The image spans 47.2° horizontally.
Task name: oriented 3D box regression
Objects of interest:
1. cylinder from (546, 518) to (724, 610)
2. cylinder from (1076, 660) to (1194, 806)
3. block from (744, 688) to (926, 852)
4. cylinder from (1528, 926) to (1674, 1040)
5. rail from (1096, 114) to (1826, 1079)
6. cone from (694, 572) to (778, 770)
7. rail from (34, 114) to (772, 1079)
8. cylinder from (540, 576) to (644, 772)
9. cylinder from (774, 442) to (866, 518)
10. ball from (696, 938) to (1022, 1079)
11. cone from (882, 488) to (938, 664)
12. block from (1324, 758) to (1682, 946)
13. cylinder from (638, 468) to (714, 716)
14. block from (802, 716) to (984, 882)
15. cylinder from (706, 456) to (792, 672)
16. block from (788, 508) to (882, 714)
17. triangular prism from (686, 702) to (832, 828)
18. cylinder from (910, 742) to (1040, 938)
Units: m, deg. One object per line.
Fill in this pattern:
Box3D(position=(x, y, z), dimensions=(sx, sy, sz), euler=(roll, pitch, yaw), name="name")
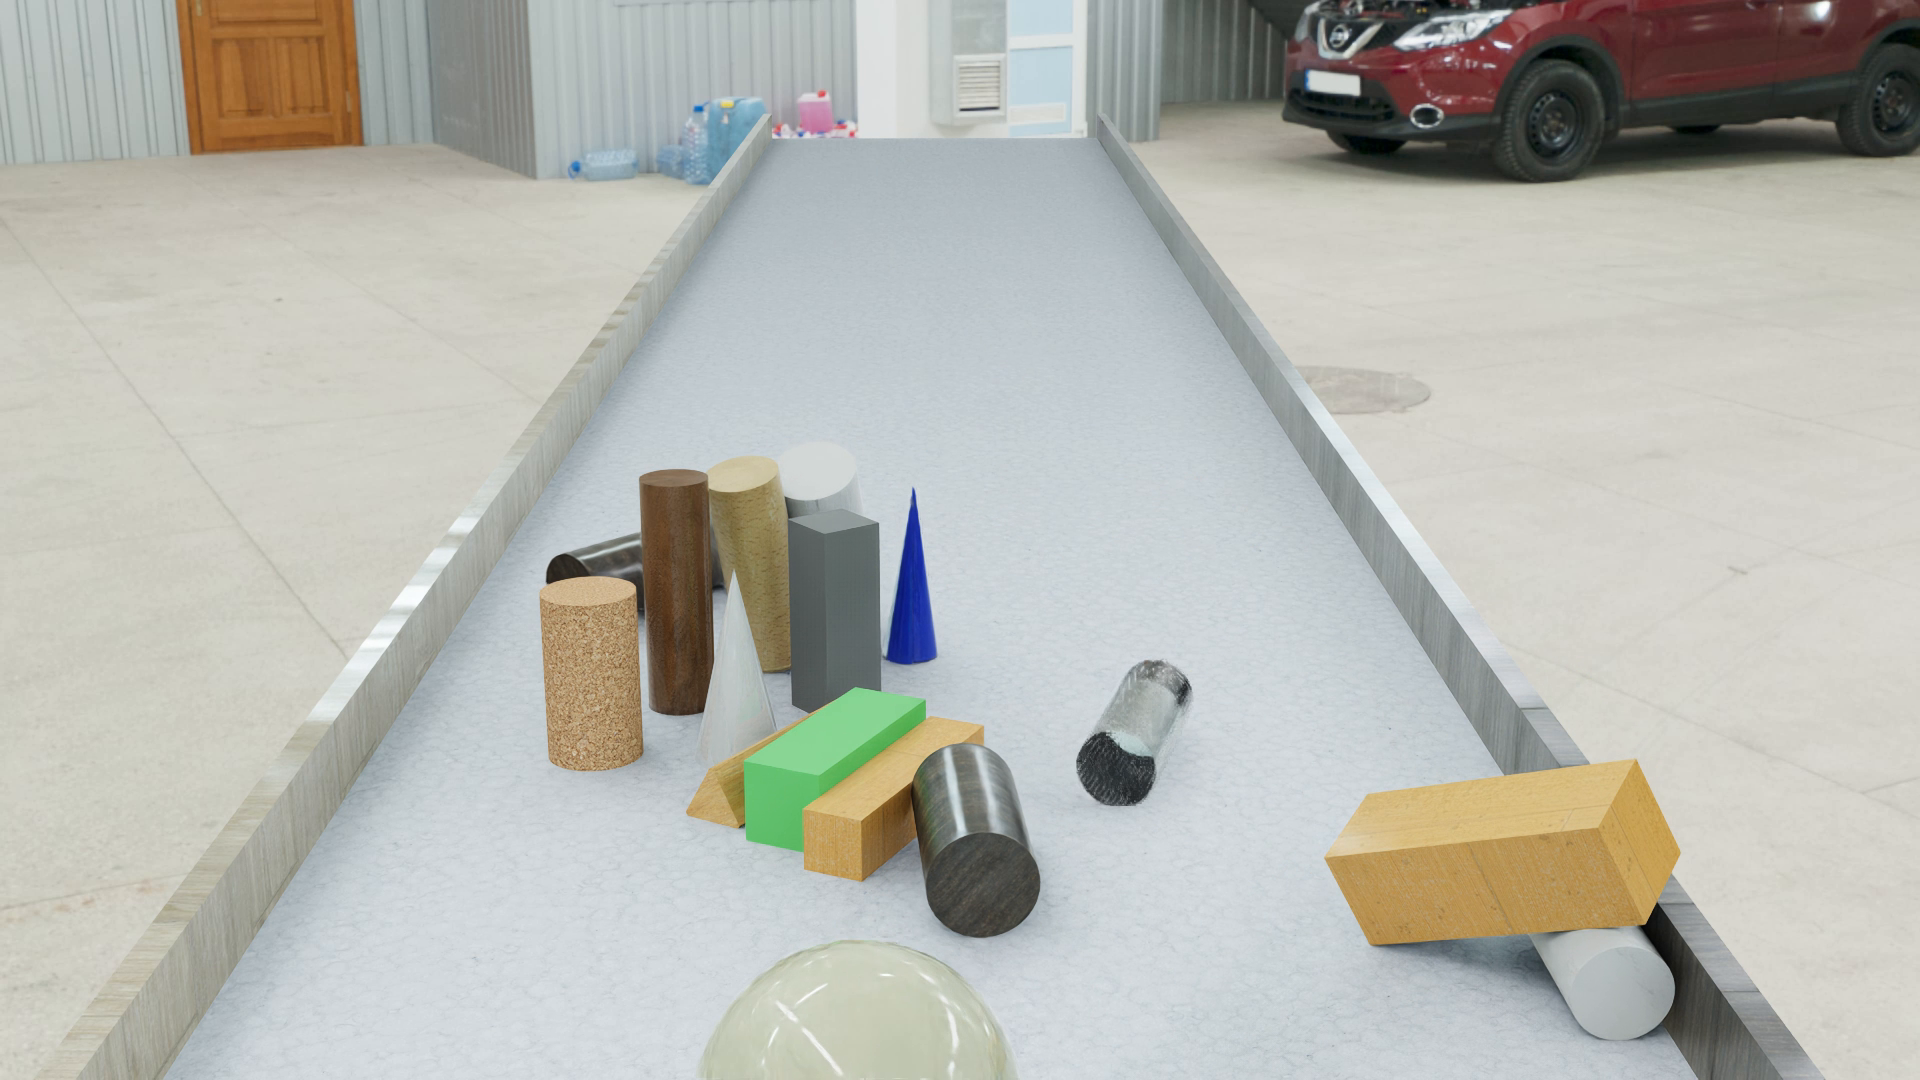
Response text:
Box3D(position=(-0.676, 0.062, 4.730), dimensions=(0.161, 0.161, 0.414), euler=(14, 21, 38), name="cylinder")
Box3D(position=(0.311, 0.335, 3.862), dimensions=(0.137, 0.137, 0.365), euler=(5, 17, 15), name="cylinder")
Box3D(position=(-0.204, 0.383, 3.696), dimensions=(0.139, 0.139, 0.378), euler=(8, 18, 25), name="block")
Box3D(position=(0.884, 0.548, 3.136), dimensions=(0.140, 0.140, 0.409), euler=(0, 17, -1), name="cylinder")
Box3D(position=(0.932, -0.844, 7.801), dimensions=(0.050, 0.150, 12.000), euler=(0, 17, -1), name="rail")
Box3D(position=(-0.394, 0.216, 3.881), dimensions=(0.161, 0.352, 0.161), euler=(0, 17, 0), name="cone")
Box3D(position=(-1.118, -0.838, 7.780), dimensions=(0.050, 0.150, 12.000), euler=(0, 17, -1), name="rail")
Box3D(position=(-0.652, 0.236, 3.897), dimensions=(0.168, 0.306, 0.168), euler=(0, 17, 0), name="cylinder")
Box3D(position=(-0.270, 0.006, 4.450), dimensions=(0.172, 0.396, 0.172), euler=(-4, 44, 4), name="cylinder")
Box3D(position=(-0.113, 0.632, 2.455), dimensions=(0.368, 0.368, 0.368), euler=(0, 17, 0), name="ball")
Box3D(position=(-0.096, 0.059, 4.383), dimensions=(0.113, 0.363, 0.113), euler=(1, 19, 0), name="cone")
Box3D(position=(0.762, 0.446, 3.112), dimensions=(0.439, 0.159, 0.159), euler=(-15, 20, 43), name="block")
Box3D(position=(-0.528, 0.098, 4.118), dimensions=(0.128, 0.444, 0.128), euler=(0, 17, 0), name="cylinder")
Box3D(position=(-0.102, 0.420, 3.633), dimensions=(0.104, 0.104, 0.448), euler=(8, 18, 25), name="block")
Box3D(position=(-0.393, 0.049, 4.303), dimensions=(0.146, 0.409, 0.146), euler=(-6, 29, 4), name="cylinder")
Box3D(position=(-0.234, 0.140, 4.112), dimensions=(0.122, 0.367, 0.122), euler=(-12, 21, -36), name="block")
Box3D(position=(-0.304, 0.370, 3.808), dimensions=(0.108, 0.094, 0.415), euler=(10, 19, 29), name="triangular prism")
Box3D(position=(0.019, 0.457, 3.394), dimensions=(0.169, 0.169, 0.351), euler=(-1, 17, -5), name="cylinder")
